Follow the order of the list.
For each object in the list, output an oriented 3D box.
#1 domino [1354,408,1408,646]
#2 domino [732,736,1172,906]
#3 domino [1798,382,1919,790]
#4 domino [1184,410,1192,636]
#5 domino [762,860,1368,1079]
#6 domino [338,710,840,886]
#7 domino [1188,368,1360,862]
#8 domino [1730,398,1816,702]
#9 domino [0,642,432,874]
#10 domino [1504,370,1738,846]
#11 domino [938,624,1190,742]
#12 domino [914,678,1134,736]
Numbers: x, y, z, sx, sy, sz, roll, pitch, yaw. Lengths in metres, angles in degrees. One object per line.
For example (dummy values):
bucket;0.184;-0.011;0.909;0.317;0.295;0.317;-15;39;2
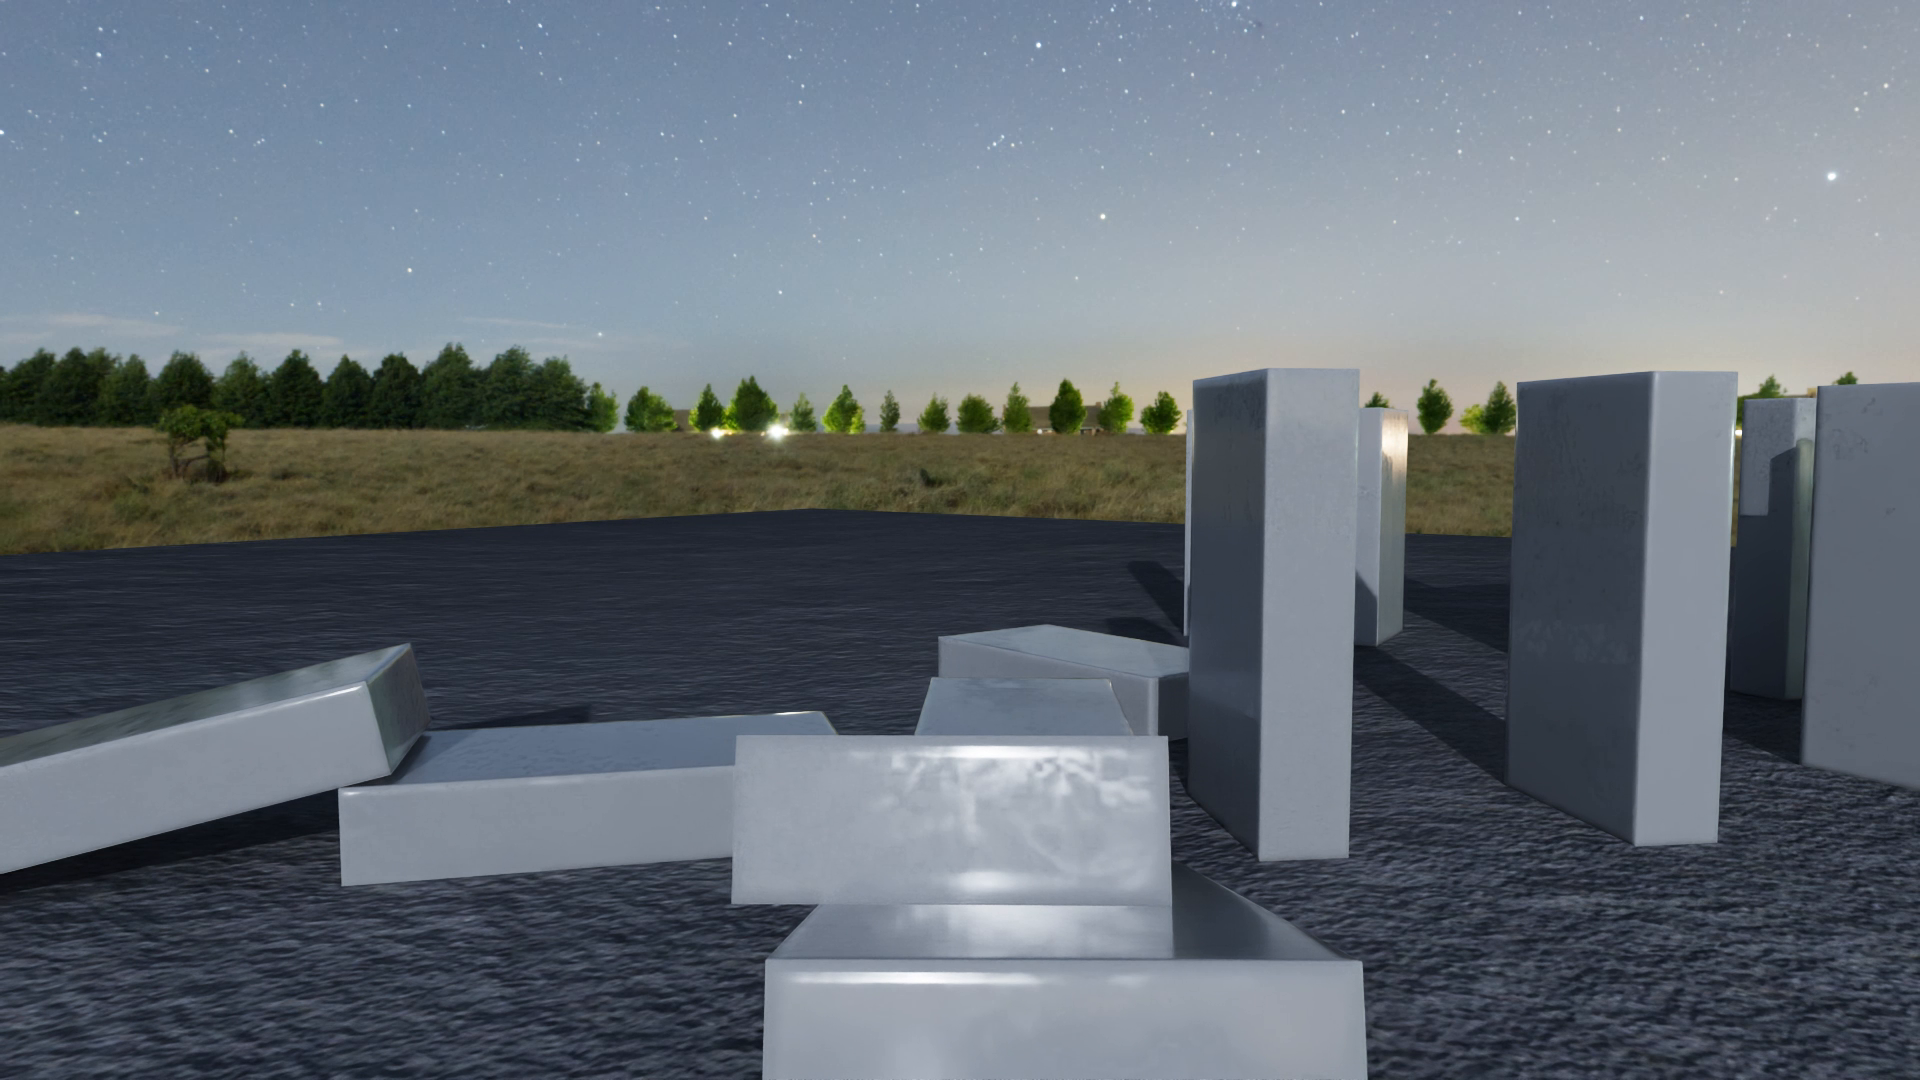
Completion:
domino;0.090;-0.004;0.281;0.010;0.050;0.025;3;5;31
domino;0.000;0.020;0.098;0.025;0.010;0.050;0;-9;2
domino;0.121;0.006;0.159;0.009;0.050;0.025;-2;5;-27
domino;0.057;-0.004;0.294;0.009;0.050;0.025;1;4;12
domino;0.005;0.026;0.078;0.025;0.009;0.050;0;-9;0
domino;-0.038;0.027;0.141;0.050;0.010;0.025;-1;4;-14
domino;0.034;0.007;0.142;0.009;0.050;0.025;-1;4;-7
domino;0.146;0.001;0.220;0.025;0.050;0.009;-2;5;-22
domino;-0.083;0.023;0.130;0.050;0.009;0.025;-13;7;-13
domino;0.074;0.007;0.147;0.010;0.050;0.025;-1;4;-8
domino;0.021;0.022;0.208;0.025;0.010;0.050;-3;5;-38
domino;0.008;0.026;0.157;0.025;0.009;0.050;0;4;2
